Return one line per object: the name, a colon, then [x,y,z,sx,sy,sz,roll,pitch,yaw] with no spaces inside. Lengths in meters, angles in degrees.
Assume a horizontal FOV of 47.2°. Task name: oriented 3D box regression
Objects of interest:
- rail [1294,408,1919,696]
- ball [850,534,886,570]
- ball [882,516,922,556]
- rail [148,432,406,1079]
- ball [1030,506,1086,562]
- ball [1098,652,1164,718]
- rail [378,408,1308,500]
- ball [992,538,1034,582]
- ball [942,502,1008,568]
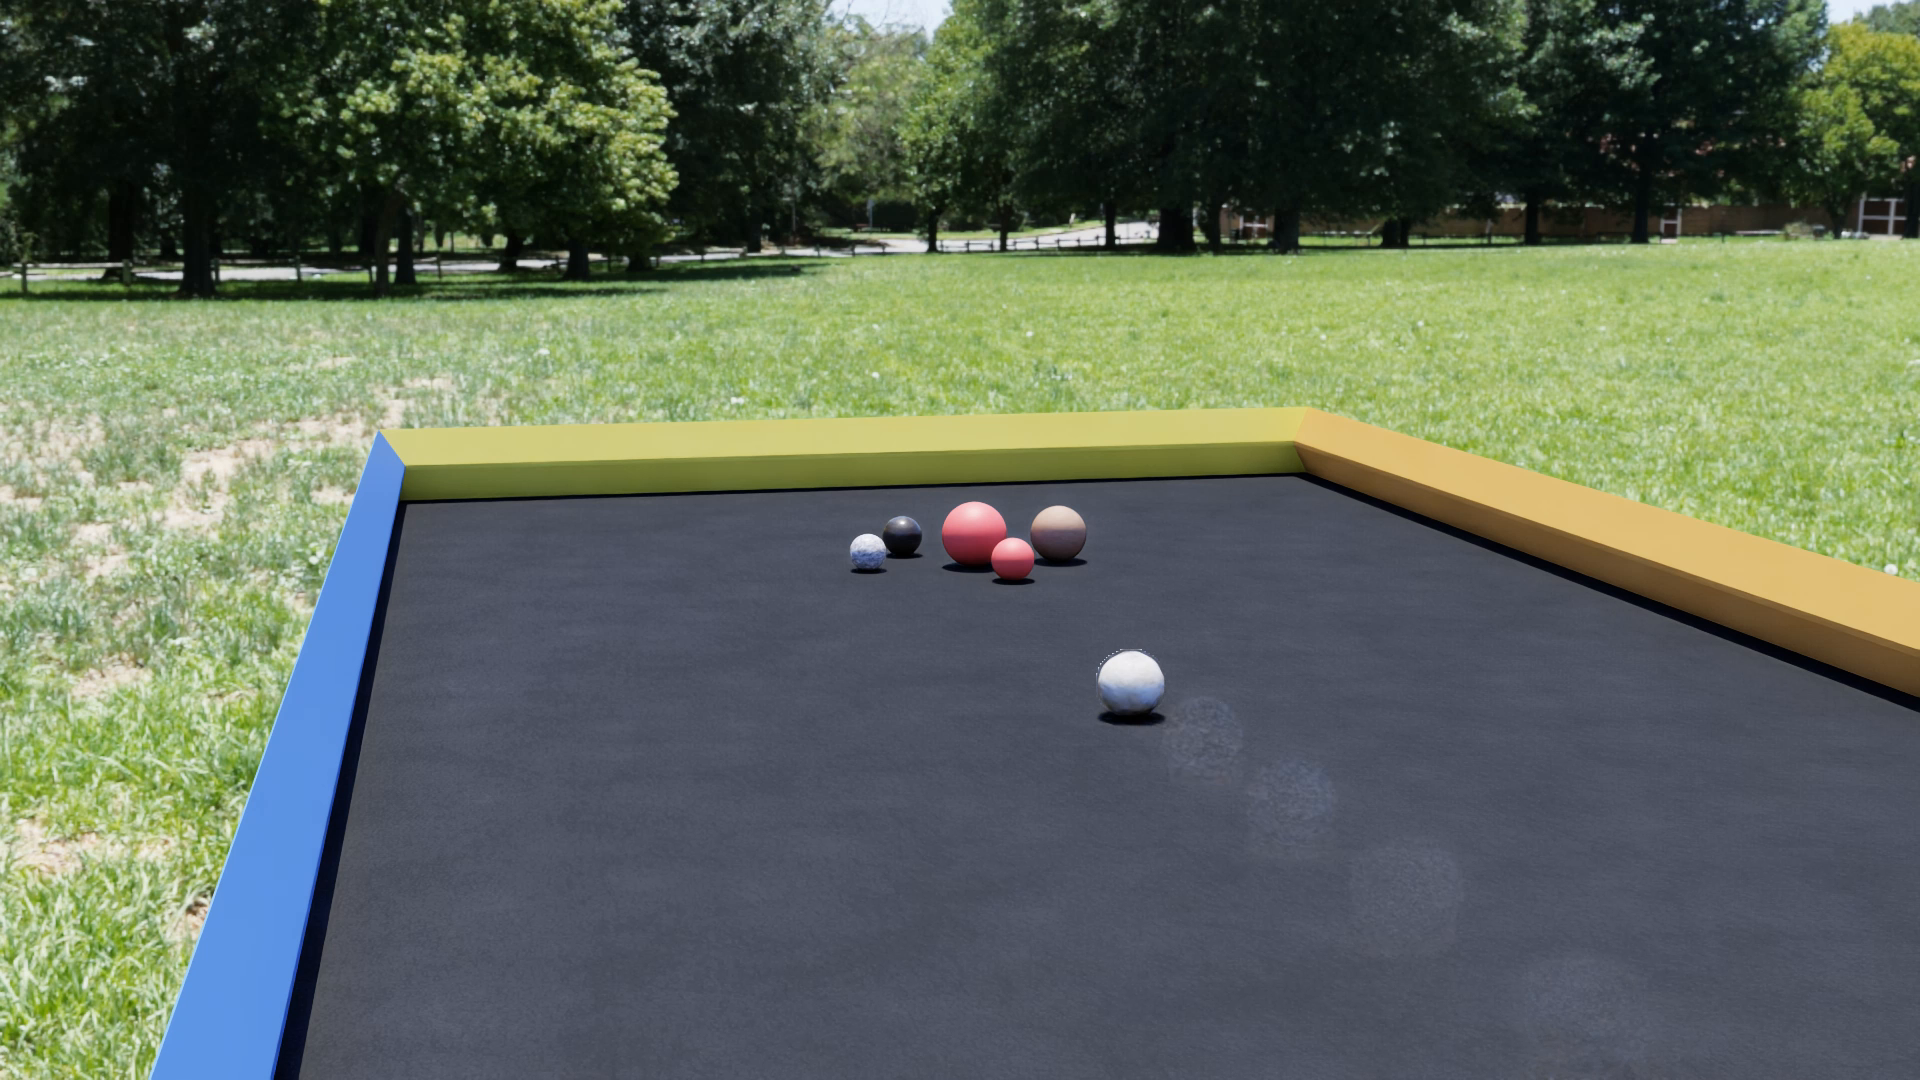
rail: [0.987,0.076,2.611,0.045,0.124,3.258,-2,10,-12]
ball: [-0.133,0.018,3.172,0.054,0.054,0.054,0,10,0]
ball: [-0.086,-0.006,3.294,0.059,0.059,0.059,0,10,0]
rail: [-0.639,0.136,2.260,0.045,0.124,3.258,-2,10,-12]
ball: [0.145,-0.009,3.240,0.083,0.083,0.083,0,10,0]
ball: [0.181,0.153,2.326,0.071,0.071,0.071,0,10,0]
rail: [-0.169,-0.157,3.981,1.712,0.124,0.045,-2,10,-12]
ball: [0.074,0.027,3.092,0.061,0.061,0.061,0,10,0]
ball: [0.021,-0.008,3.198,0.095,0.095,0.095,0,10,0]
